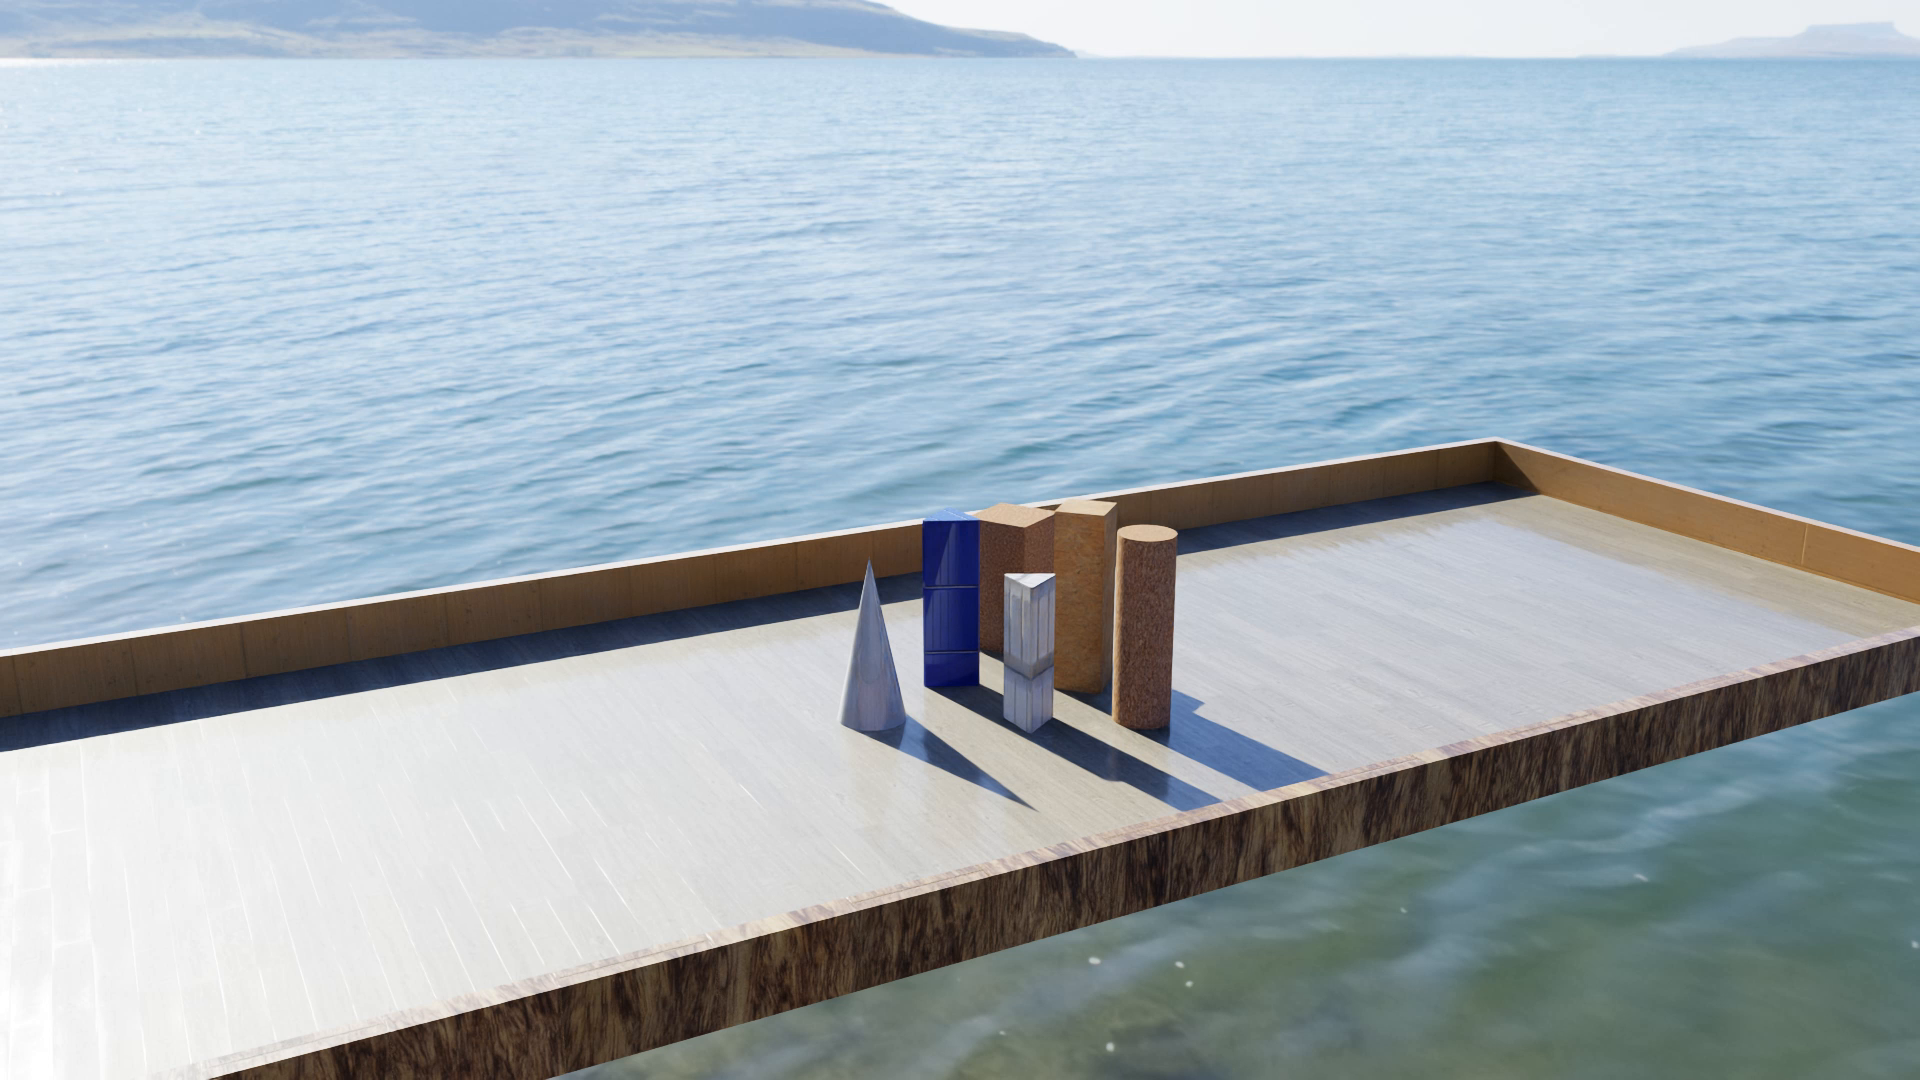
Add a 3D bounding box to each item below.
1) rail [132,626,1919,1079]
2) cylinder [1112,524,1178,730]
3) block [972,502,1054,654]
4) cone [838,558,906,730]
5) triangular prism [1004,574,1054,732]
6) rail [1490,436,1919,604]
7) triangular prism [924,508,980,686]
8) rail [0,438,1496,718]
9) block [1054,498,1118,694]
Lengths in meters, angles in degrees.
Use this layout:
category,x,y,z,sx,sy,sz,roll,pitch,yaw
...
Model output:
category,x,y,z,sx,sy,sz,roll,pitch,yaw
rail,-2.336,1.006,1.665,12.000,0.150,0.050,-9,18,-27
cylinder,0.430,0.203,3.851,0.137,0.458,0.137,0,16,0
block,0.138,0.104,4.374,0.177,0.354,0.177,10,19,31
cone,-0.209,0.230,3.865,0.165,0.399,0.165,0,16,0
triangular prism,0.177,0.257,3.851,0.100,0.356,0.116,-9,19,-29
rail,2.466,-0.048,5.253,0.050,0.150,2.100,-9,18,-27
triangular prism,-0.024,0.141,4.112,0.137,0.430,0.119,-1,16,-3
rail,-3.305,0.497,3.399,12.000,0.150,0.050,-9,18,-27
block,0.307,0.139,4.074,0.124,0.456,0.124,6,17,18
